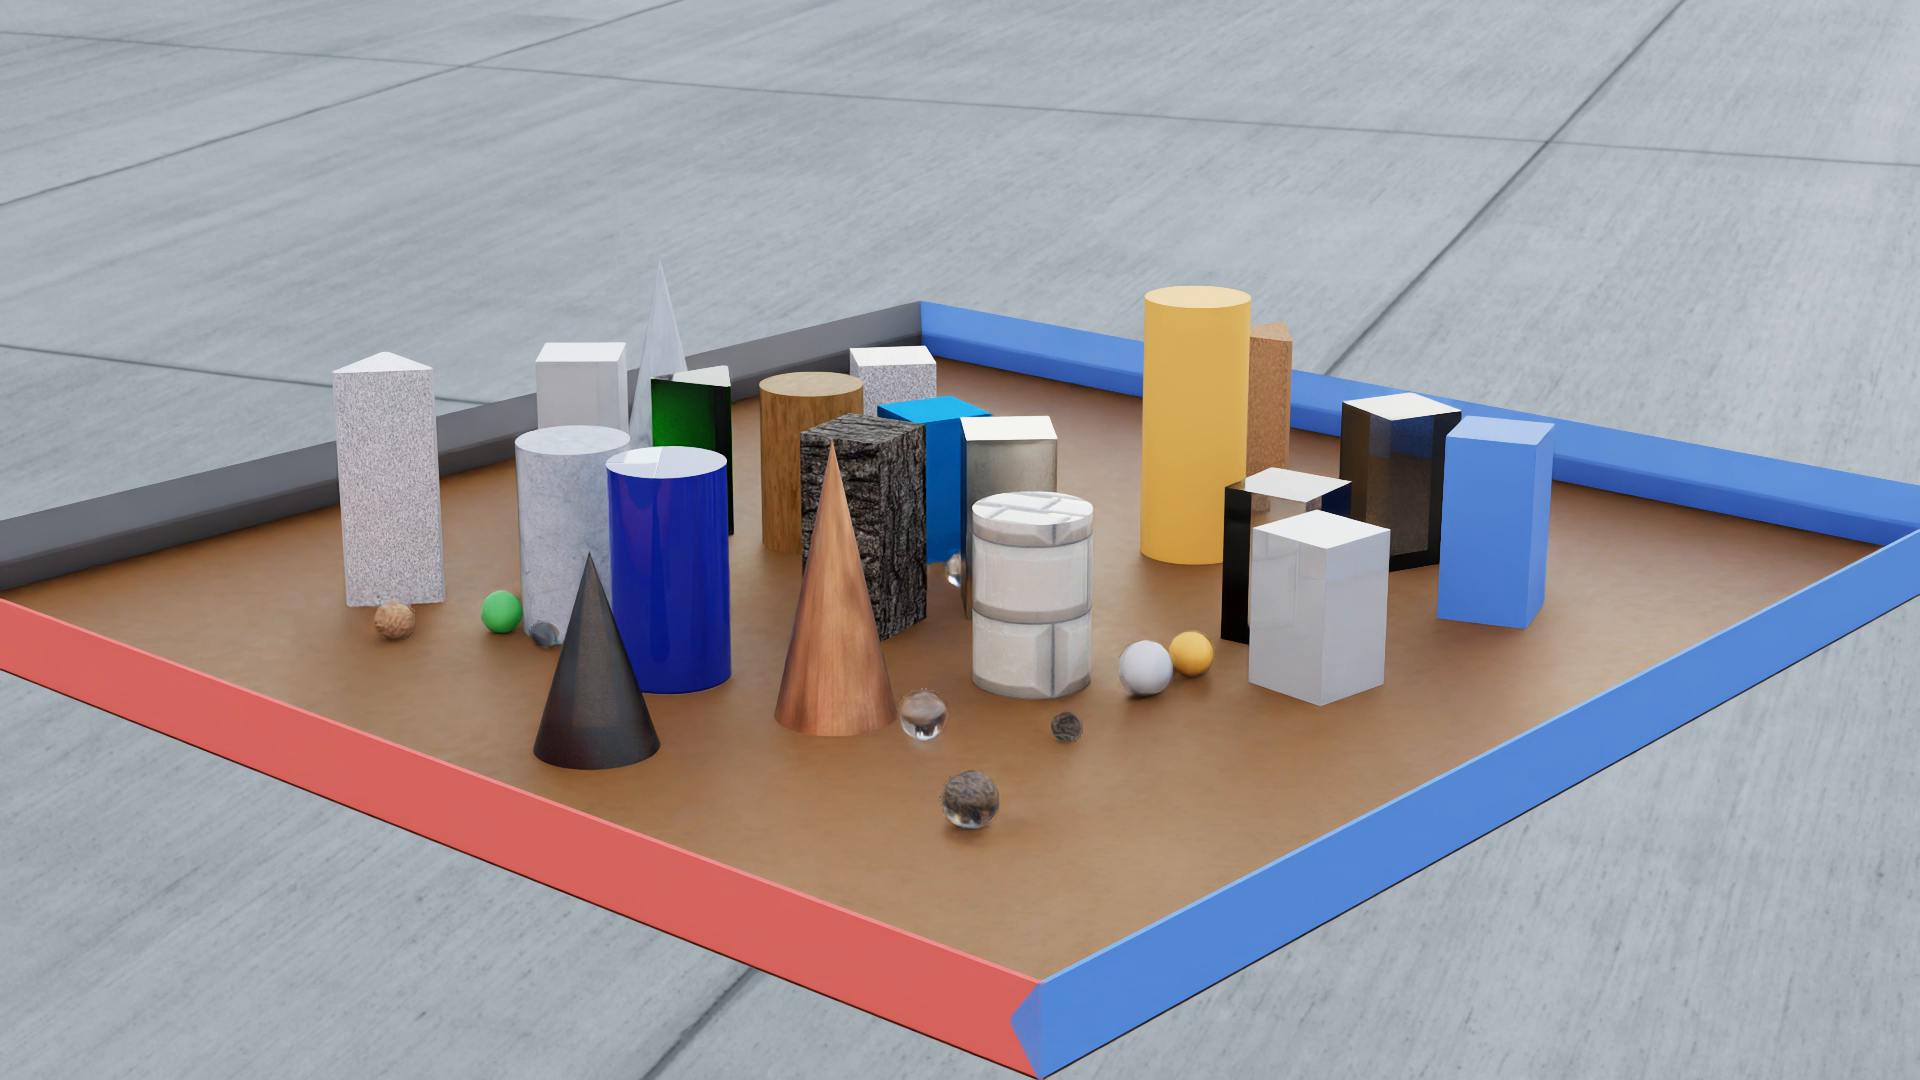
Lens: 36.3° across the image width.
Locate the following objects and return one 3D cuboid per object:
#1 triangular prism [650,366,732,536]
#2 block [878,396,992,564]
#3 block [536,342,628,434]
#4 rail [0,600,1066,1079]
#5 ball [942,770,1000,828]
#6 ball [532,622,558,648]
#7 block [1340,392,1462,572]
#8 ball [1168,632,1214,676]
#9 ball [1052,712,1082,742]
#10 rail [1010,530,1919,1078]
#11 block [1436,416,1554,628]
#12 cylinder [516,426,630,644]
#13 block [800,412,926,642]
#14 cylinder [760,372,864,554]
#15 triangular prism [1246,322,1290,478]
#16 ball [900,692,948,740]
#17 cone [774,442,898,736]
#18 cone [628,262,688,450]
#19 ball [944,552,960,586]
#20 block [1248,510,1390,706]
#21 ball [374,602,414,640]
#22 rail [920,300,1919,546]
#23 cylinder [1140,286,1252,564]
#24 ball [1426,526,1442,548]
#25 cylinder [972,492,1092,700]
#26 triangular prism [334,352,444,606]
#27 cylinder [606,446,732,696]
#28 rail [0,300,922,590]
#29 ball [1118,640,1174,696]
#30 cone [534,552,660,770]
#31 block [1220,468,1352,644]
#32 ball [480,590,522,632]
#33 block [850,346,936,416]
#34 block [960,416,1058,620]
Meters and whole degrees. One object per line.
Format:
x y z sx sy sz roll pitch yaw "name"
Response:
-0.472 -0.174 5.522 0.165 0.286 0.143 7 18 22 "triangular prism"
-0.047 -0.110 5.350 0.152 0.264 0.152 -9 19 -28 "block"
-0.712 -0.201 5.554 0.152 0.319 0.152 0 17 0 "block"
-0.856 0.316 4.176 2.556 0.124 0.045 14 22 39 "rail"
0.015 0.363 4.098 0.081 0.081 0.081 0 17 0 "ball"
-0.686 0.156 4.848 0.044 0.044 0.044 0 17 0 "ball"
0.793 -0.105 5.302 0.152 0.282 0.152 -8 19 -26 "block"
0.371 0.183 4.710 0.072 0.072 0.072 0 17 0 "ball"
0.160 0.282 4.428 0.045 0.045 0.045 0 17 0 "ball"
0.947 0.269 4.334 0.045 0.124 2.660 14 22 39 "rail"
0.912 -0.032 4.992 0.152 0.321 0.152 7 18 21 "block"
-0.642 -0.010 4.911 0.190 0.326 0.190 0 17 0 "cylinder"
-0.161 -0.022 4.925 0.152 0.341 0.152 9 19 29 "block"
-0.272 -0.143 5.398 0.190 0.298 0.190 0 17 0 "cylinder"
0.595 -0.254 5.723 0.165 0.322 0.143 10 19 29 "triangular prism"
-0.055 0.265 4.435 0.074 0.074 0.074 0 17 0 "ball"
-0.193 0.059 4.481 0.190 0.441 0.190 0 17 0 "cone"
-0.583 -0.332 5.759 0.190 0.452 0.190 0 17 0 "cone"
0.003 0.052 5.162 0.061 0.061 0.061 0 17 0 "ball"
0.569 0.105 4.647 0.152 0.257 0.152 -15 22 -40 "block"
-0.943 0.134 4.885 0.065 0.065 0.065 0 17 0 "ball"
0.856 -0.254 6.065 2.556 0.124 0.045 14 22 39 "rail"
0.426 -0.209 5.315 0.190 0.473 0.190 0 17 0 "cylinder"
0.876 -0.005 5.384 0.042 0.042 0.042 0 17 0 "ball"
0.115 0.086 4.661 0.190 0.286 0.190 0 17 0 "cylinder"
-0.987 -0.108 5.082 0.165 0.414 0.143 -3 17 -9 "triangular prism"
-0.463 0.047 4.669 0.190 0.355 0.190 0 17 0 "cylinder"
-0.947 -0.207 5.908 0.045 0.124 2.660 14 22 39 "rail"
0.292 0.202 4.621 0.087 0.087 0.087 0 17 0 "ball"
-0.546 0.163 4.366 0.190 0.309 0.190 0 17 0 "cone"
0.542 0.034 4.873 0.152 0.263 0.152 12 21 34 "block"
-0.770 0.121 4.919 0.070 0.070 0.070 0 17 0 "ball"
-0.133 -0.244 5.815 0.152 0.250 0.152 -3 17 -8 "block"
0.082 -0.039 5.021 0.152 0.317 0.152 -1 17 -4 "block"
